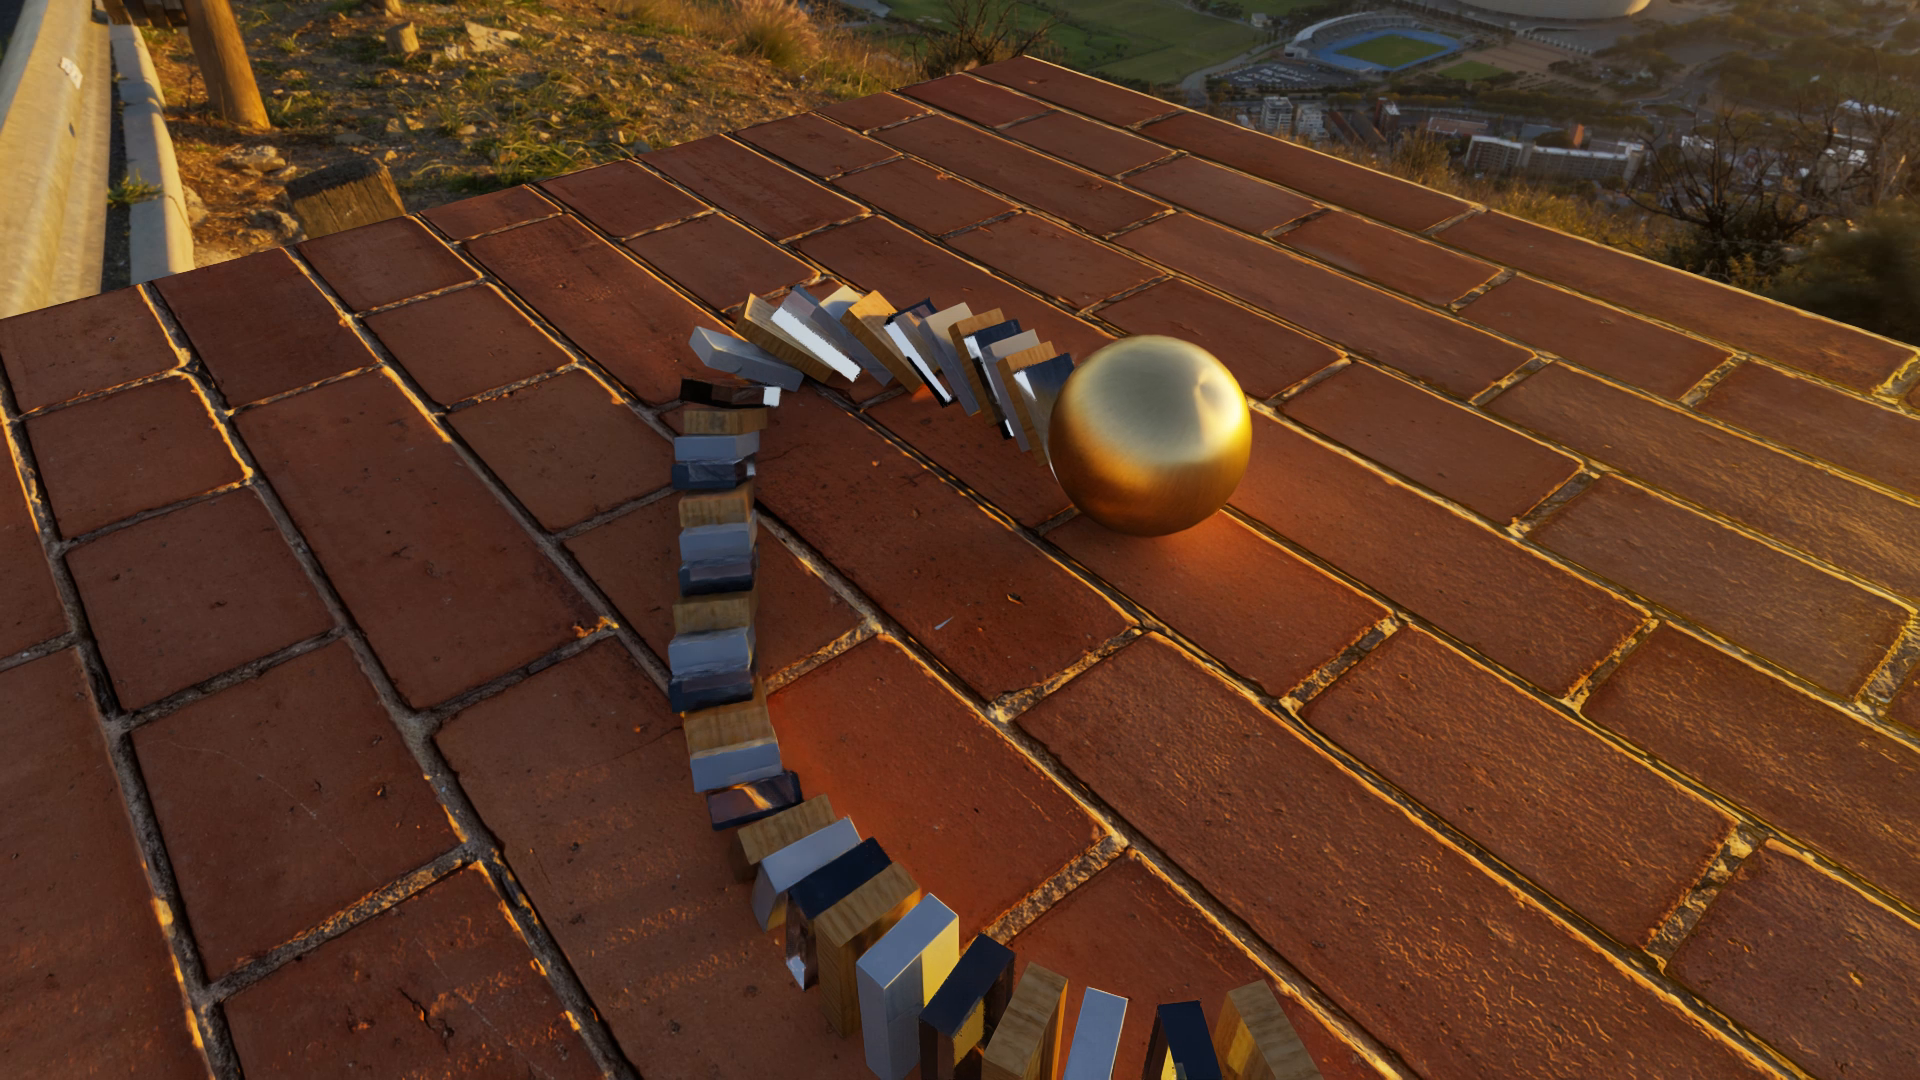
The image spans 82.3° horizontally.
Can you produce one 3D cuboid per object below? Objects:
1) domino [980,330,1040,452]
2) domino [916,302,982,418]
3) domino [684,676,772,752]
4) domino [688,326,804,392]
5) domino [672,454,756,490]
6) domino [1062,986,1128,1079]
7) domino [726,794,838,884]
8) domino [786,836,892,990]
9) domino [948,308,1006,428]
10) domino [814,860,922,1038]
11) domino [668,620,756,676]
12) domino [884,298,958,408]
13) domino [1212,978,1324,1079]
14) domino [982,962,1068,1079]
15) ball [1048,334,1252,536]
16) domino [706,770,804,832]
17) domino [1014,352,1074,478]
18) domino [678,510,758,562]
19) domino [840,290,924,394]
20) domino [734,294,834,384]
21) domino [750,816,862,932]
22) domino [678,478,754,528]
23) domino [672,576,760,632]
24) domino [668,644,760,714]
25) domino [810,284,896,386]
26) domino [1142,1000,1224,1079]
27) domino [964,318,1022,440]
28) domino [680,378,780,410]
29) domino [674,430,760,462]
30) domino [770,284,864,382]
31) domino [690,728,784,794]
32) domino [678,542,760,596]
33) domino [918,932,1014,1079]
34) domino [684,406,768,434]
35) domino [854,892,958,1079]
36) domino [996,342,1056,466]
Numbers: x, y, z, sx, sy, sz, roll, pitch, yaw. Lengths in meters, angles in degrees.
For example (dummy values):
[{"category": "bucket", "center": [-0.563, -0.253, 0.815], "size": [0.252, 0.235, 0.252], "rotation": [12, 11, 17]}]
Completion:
[{"category": "domino", "center": [0.031, -0.068, 0.499], "size": [0.025, 0.050, 0.010], "rotation": [-24, 3, -26]}, {"category": "domino", "center": [0.003, -0.086, 0.525], "size": [0.025, 0.009, 0.050], "rotation": [-29, 87, -30]}, {"category": "domino", "center": [-0.075, 0.055, 0.354], "size": [0.025, 0.010, 0.050], "rotation": [-10, 5, -12]}, {"category": "domino", "center": [-0.103, -0.087, 0.530], "size": [0.050, 0.009, 0.025], "rotation": [12, 26, -41]}, {"category": "domino", "center": [-0.102, -0.029, 0.460], "size": [0.025, 0.010, 0.050], "rotation": [-2, 9, -2]}, {"category": "domino", "center": [0.029, 0.129, 0.254], "size": [0.009, 0.050, 0.025], "rotation": [12, 41, 14]}, {"category": "domino", "center": [-0.051, 0.085, 0.310], "size": [0.025, 0.050, 0.009], "rotation": [-19, 74, -22]}, {"category": "domino", "center": [-0.032, 0.099, 0.290], "size": [0.025, 0.050, 0.010], "rotation": [-26, 58, -28]}, {"category": "domino", "center": [0.016, -0.081, 0.515], "size": [0.025, 0.050, 0.010], "rotation": [-24, 3, -26]}, {"category": "domino", "center": [-0.023, 0.106, 0.282], "size": [0.025, 0.050, 0.010], "rotation": [-29, 52, -30]}, {"category": "domino", "center": [-0.084, 0.035, 0.378], "size": [0.025, 0.009, 0.050], "rotation": [-9, 5, -8]}, {"category": "domino", "center": [-0.012, -0.091, 0.534], "size": [0.025, 0.010, 0.050], "rotation": [-32, 82, -33]}, {"category": "domino", "center": [0.069, 0.128, 0.256], "size": [0.009, 0.050, 0.025], "rotation": [-13, 41, -15]}, {"category": "domino", "center": [0.015, 0.125, 0.259], "size": [0.009, 0.050, 0.025], "rotation": [18, 43, 21]}, {"category": "ball", "center": [0.075, -0.041, 0.438], "size": [0.080, 0.080, 0.080], "rotation": [0, 39, 0]}, {"category": "domino", "center": [-0.061, 0.076, 0.324], "size": [0.025, 0.050, 0.010], "rotation": [-13, 82, -15]}, {"category": "domino", "center": [0.045, -0.054, 0.483], "size": [0.025, 0.050, 0.009], "rotation": [-24, 3, -26]}, {"category": "domino", "center": [-0.093, -0.002, 0.428], "size": [0.025, 0.009, 0.050], "rotation": [-5, 11, -6]}, {"category": "domino", "center": [-0.032, -0.098, 0.540], "size": [0.050, 0.009, 0.025], "rotation": [45, 45, -3]}, {"category": "domino", "center": [-0.085, -0.099, 0.543], "size": [0.050, 0.009, 0.025], "rotation": [29, 33, -23]}, {"category": "domino", "center": [-0.042, 0.092, 0.300], "size": [0.025, 0.050, 0.010], "rotation": [-22, 68, -24]}, {"category": "domino", "center": [-0.098, -0.015, 0.445], "size": [0.025, 0.009, 0.050], "rotation": [-5, 12, -6]}, {"category": "domino", "center": [-0.087, 0.023, 0.396], "size": [0.025, 0.010, 0.050], "rotation": [-5, 7, -6]}, {"category": "domino", "center": [-0.081, 0.045, 0.366], "size": [0.025, 0.009, 0.050], "rotation": [-9, 5, -7]}, {"category": "domino", "center": [-0.047, -0.102, 0.546], "size": [0.050, 0.010, 0.025], "rotation": [44, 45, -3]}, {"category": "domino", "center": [0.050, 0.131, 0.252], "size": [0.009, 0.050, 0.025], "rotation": [-4, 40, -5]}, {"category": "domino", "center": [0.023, -0.074, 0.507], "size": [0.025, 0.050, 0.009], "rotation": [-23, 3, -26]}, {"category": "domino", "center": [-0.105, -0.068, 0.508], "size": [0.025, 0.009, 0.050], "rotation": [11, 11, 14]}, {"category": "domino", "center": [-0.104, -0.041, 0.474], "size": [0.025, 0.010, 0.050], "rotation": [0, 9, 1]}, {"category": "domino", "center": [-0.067, -0.103, 0.547], "size": [0.050, 0.009, 0.025], "rotation": [37, 37, -13]}, {"category": "domino", "center": [-0.069, 0.066, 0.338], "size": [0.025, 0.010, 0.050], "rotation": [-10, -2, -12]}, {"category": "domino", "center": [-0.089, 0.010, 0.412], "size": [0.025, 0.010, 0.050], "rotation": [-5, 9, -6]}, {"category": "domino", "center": [0.002, 0.120, 0.265], "size": [0.009, 0.050, 0.025], "rotation": [23, 45, 26]}, {"category": "domino", "center": [-0.104, -0.054, 0.490], "size": [0.025, 0.010, 0.050], "rotation": [1, 9, 2]}, {"category": "domino", "center": [-0.012, 0.113, 0.274], "size": [0.010, 0.050, 0.025], "rotation": [30, 48, 31]}, {"category": "domino", "center": [0.038, -0.061, 0.491], "size": [0.025, 0.050, 0.009], "rotation": [-24, 3, -26]}]
